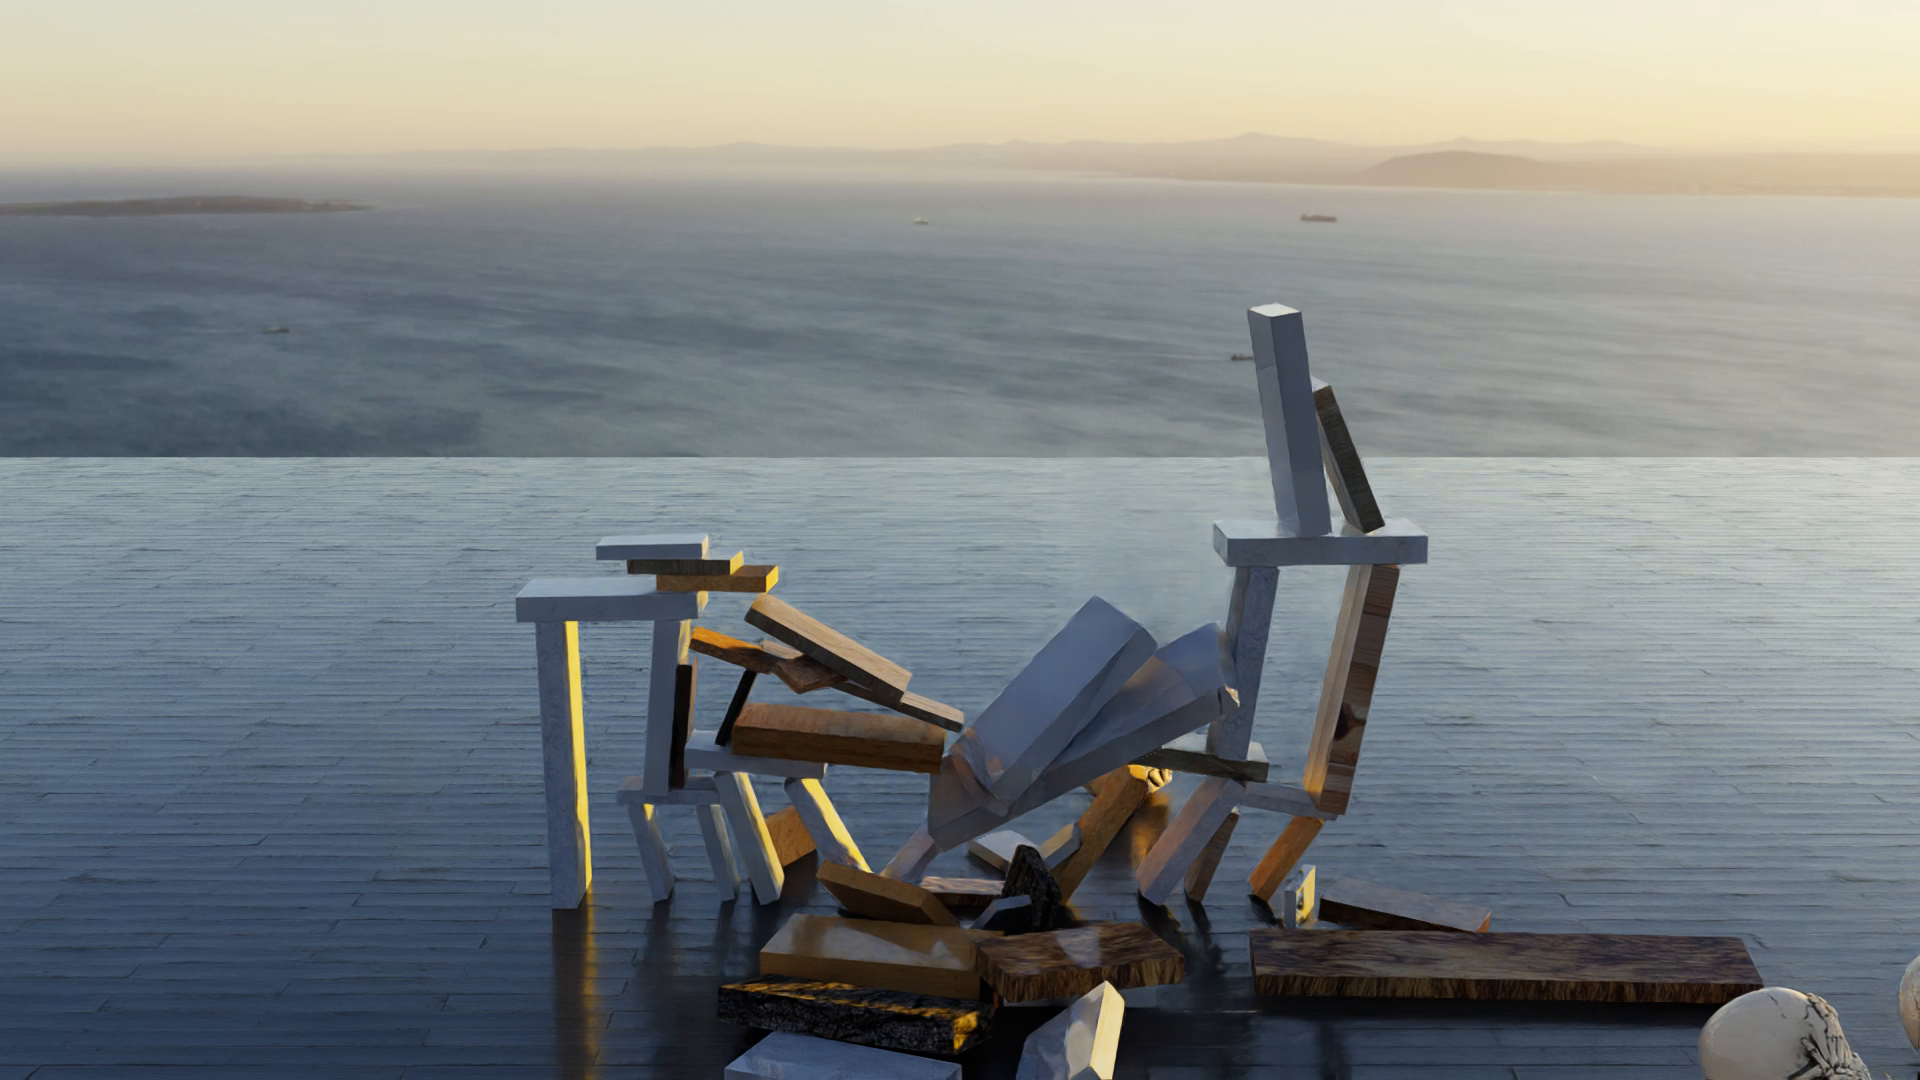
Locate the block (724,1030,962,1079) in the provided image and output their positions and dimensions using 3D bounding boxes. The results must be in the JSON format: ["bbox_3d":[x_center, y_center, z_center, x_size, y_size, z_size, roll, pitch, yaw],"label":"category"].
[{"bbox_3d":[-0.154,0.713,2.900,0.280,0.040,0.140,5,12,24],"label":"block"}]

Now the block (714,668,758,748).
[{"bbox_3d":[-0.364,0.267,3.613,0.020,0.138,0.069,24,11,-1],"label":"block"}]

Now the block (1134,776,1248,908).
[{"bbox_3d":[0.381,0.483,3.645,0.035,0.244,0.122,34,8,-7],"label":"block"}]

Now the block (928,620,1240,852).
[{"bbox_3d":[0.193,0.319,3.560,0.551,0.050,0.177,-29,28,18],"label":"block"}]

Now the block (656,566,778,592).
[{"bbox_3d":[-0.393,0.062,3.564,0.180,0.025,0.090,0,11,7],"label":"block"}]

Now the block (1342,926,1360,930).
[{"bbox_3d":[0.669,0.604,3.540,0.068,0.019,0.136,6,12,28],"label":"block"}]

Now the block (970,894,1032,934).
[{"bbox_3d":[0.062,0.588,3.424,0.062,0.017,0.123,-5,-29,-25],"label":"block"}]

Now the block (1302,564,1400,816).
[{"bbox_3d":[0.638,0.228,3.602,0.045,0.413,0.159,10,10,-2],"label":"block"}]

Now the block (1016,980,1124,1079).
[{"bbox_3d":[0.138,0.679,2.863,0.140,0.040,0.280,-38,3,13],"label":"block"}]

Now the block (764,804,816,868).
[{"bbox_3d":[-0.304,0.516,3.818,0.025,0.090,0.180,8,13,25],"label":"block"}]

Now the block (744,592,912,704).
[{"bbox_3d":[-0.213,0.174,3.575,0.283,0.026,0.090,29,18,-2],"label":"block"}]

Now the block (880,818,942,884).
[{"bbox_3d":[-0.075,0.529,3.672,0.021,0.146,0.073,45,-10,-24],"label":"block"}]

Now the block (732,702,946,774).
[{"bbox_3d":[-0.196,0.325,3.622,0.337,0.048,0.169,5,9,2],"label":"block"}]

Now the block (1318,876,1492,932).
[{"bbox_3d":[0.702,0.590,3.471,0.246,0.035,0.123,9,13,23],"label":"block"}]

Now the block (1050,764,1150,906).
[{"bbox_3d":[0.223,0.482,3.646,0.035,0.244,0.122,34,9,-6],"label":"block"}]

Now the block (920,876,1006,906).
[{"bbox_3d":[0.006,0.584,3.646,0.146,0.021,0.073,1,11,7],"label":"block"}]

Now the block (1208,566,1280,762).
[{"bbox_3d":[0.462,0.185,3.590,0.045,0.319,0.159,8,10,-1],"label":"block"}]

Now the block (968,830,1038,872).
[{"bbox_3d":[0.092,0.547,3.835,0.086,0.024,0.171,-5,12,-26],"label":"block"}]

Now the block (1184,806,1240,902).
[{"bbox_3d":[0.417,0.513,3.653,0.023,0.161,0.081,22,10,-4],"label":"block"}]

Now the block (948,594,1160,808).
[{"bbox_3d":[0.150,0.257,3.558,0.354,0.050,0.177,-47,27,-4],"label":"block"}]

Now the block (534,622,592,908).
[{"bbox_3d":[-0.653,0.353,3.626,0.041,0.480,0.145,-1,11,0],"label":"block"}]

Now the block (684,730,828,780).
[{"bbox_3d":[-0.334,0.354,3.628,0.229,0.032,0.114,5,10,0],"label":"block"}]

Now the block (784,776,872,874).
[{"bbox_3d":[-0.218,0.484,3.649,0.032,0.229,0.114,-29,9,5],"label":"block"}]

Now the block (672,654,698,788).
[{"bbox_3d":[-0.453,0.298,3.621,0.020,0.209,0.069,5,11,0],"label":"block"}]

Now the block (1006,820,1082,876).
[{"bbox_3d":[0.137,0.528,3.636,0.146,0.021,0.073,-39,9,14],"label":"block"}]

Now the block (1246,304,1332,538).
[{"bbox_3d":[0.527,-0.194,3.519,0.050,0.354,0.177,-10,11,-2],"label":"block"}]

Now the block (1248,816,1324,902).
[{"bbox_3d":[0.541,0.519,3.654,0.023,0.161,0.081,34,8,-6],"label":"block"}]

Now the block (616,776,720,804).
[{"bbox_3d":[-0.478,0.413,3.639,0.166,0.024,0.083,0,11,0],"label":"block"}]

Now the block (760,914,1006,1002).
[{"bbox_3d":[-0.115,0.630,3.324,0.338,0.048,0.169,3,11,14],"label":"block"}]

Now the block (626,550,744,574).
[{"bbox_3d":[-0.446,0.035,3.573,0.171,0.024,0.086,0,11,8],"label":"block"}]

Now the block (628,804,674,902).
[{"bbox_3d":[-0.513,0.507,3.656,0.024,0.167,0.083,-14,10,3],"label":"block"}]

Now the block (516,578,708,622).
[{"bbox_3d":[-0.563,0.096,3.578,0.290,0.041,0.145,-1,11,0],"label":"block"}]

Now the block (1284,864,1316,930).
[{"bbox_3d":[0.548,0.578,3.550,0.019,0.068,0.136,4,11,21],"label":"block"}]

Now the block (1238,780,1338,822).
[{"bbox_3d":[0.538,0.429,3.635,0.161,0.023,0.081,10,10,-3],"label":"block"}]

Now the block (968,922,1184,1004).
[{"bbox_3d":[0.170,0.615,3.212,0.280,0.040,0.140,-2,13,-24],"label":"block"}]

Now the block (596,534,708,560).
[{"bbox_3d":[-0.500,0.011,3.577,0.171,0.024,0.085,-1,10,0],"label":"block"}]

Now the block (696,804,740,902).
[{"bbox_3d":[-0.402,0.507,3.656,0.024,0.167,0.083,-14,10,3],"label":"block"}]

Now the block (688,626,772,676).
[{"bbox_3d":[-0.373,0.180,3.594,0.138,0.020,0.069,19,13,-7],"label":"block"}]

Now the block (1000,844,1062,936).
[{"bbox_3d":[0.108,0.569,3.470,0.031,0.110,0.220,17,7,-12],"label":"block"}]

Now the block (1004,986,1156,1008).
[{"bbox_3d":[0.174,0.653,3.244,0.221,0.031,0.110,0,11,1],"label":"block"}]

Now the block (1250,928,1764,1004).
[{"bbox_3d":[0.803,0.633,3.270,0.733,0.035,0.123,1,23,3],"label":"block"}]

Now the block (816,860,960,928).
[{"bbox_3d":[-0.115,0.572,3.491,0.220,0.110,0.031,9,58,39],"label":"block"}]

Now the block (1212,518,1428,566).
[{"bbox_3d":[0.580,0.003,3.560,0.319,0.045,0.159,-1,10,-2],"label":"block"}]

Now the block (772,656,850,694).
[{"bbox_3d":[-0.237,0.212,3.543,0.062,0.017,0.123,39,30,27],"label":"block"}]

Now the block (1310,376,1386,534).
[{"bbox_3d":[0.608,-0.138,3.534,0.035,0.246,0.123,-24,11,0],"label":"block"}]

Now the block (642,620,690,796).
[{"bbox_3d":[-0.480,0.258,3.609,0.041,0.290,0.145,5,11,0],"label":"block"}]

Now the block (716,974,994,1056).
[{"bbox_3d":[-0.144,0.658,3.060,0.347,0.048,0.169,4,-3,19],"label":"block"}]

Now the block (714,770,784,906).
[{"bbox_3d":[-0.349,0.478,3.649,0.032,0.229,0.114,-18,10,3],"label":"block"}]

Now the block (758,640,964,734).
[{"bbox_3d":[-0.162,0.240,3.606,0.351,0.017,0.062,20,14,-6],"label":"block"}]

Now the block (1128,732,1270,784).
[{"bbox_3d":[0.378,0.349,3.618,0.244,0.035,0.122,8,10,-1],"label":"block"}]
